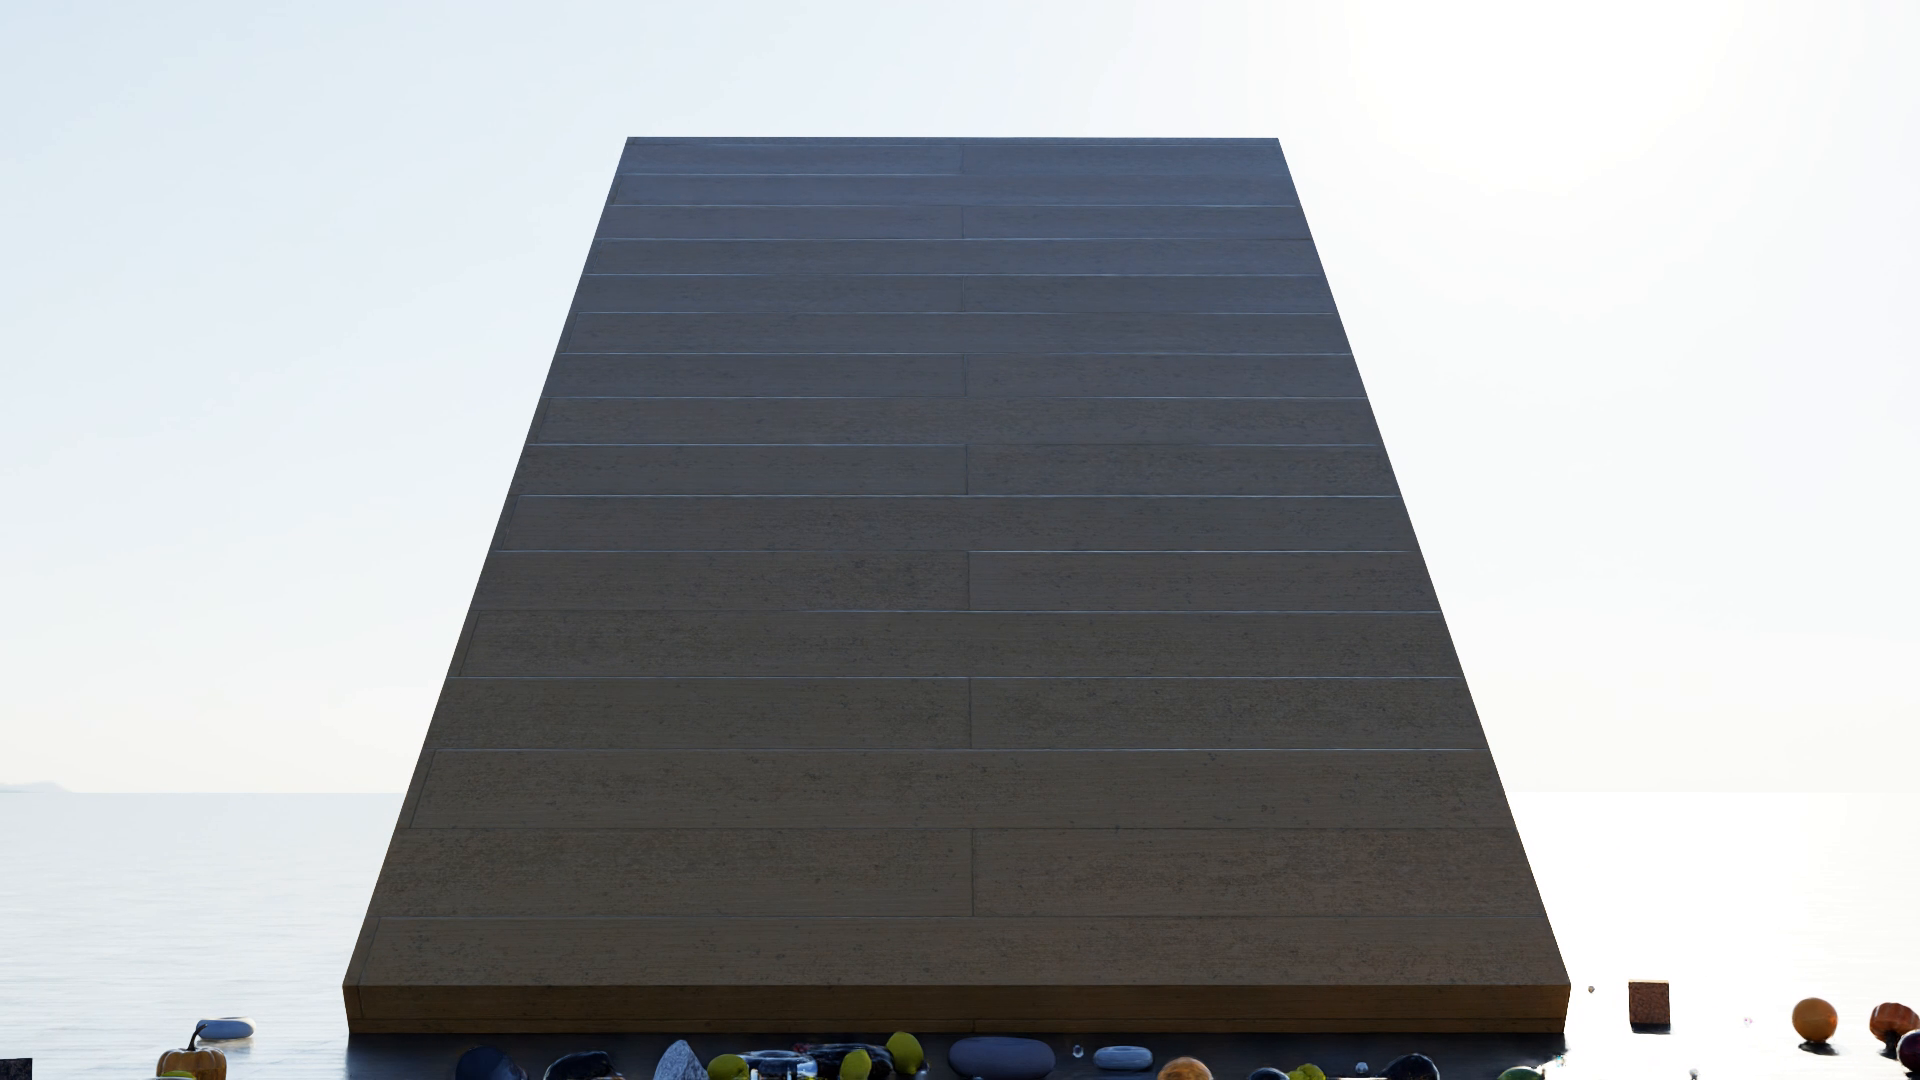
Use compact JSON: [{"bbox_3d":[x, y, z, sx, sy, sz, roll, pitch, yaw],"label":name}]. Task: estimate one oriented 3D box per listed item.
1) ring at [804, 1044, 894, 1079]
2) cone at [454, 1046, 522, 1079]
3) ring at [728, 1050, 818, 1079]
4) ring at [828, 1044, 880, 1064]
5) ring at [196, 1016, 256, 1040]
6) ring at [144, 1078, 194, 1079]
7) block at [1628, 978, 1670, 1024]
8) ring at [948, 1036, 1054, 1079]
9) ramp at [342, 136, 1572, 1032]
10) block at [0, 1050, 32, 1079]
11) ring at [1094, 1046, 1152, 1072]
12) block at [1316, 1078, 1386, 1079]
[{"bbox_3d":[-0.156,0.727,3.353,0.131,0.044,0.131,0,-7,0],"label":"ring"},{"bbox_3d":[-0.602,0.687,2.960,0.096,0.096,0.096,6,-35,-44],"label":"cone"},{"bbox_3d":[-0.255,0.721,3.279,0.123,0.041,0.123,1,-5,0],"label":"ring"},{"bbox_3d":[-0.156,0.756,3.543,0.075,0.025,0.075,0,-7,0],"label":"ring"},{"bbox_3d":[-1.186,0.788,3.887,0.094,0.031,0.094,0,-7,0],"label":"ring"},{"bbox_3d":[-1.001,0.699,3.035,0.103,0.034,0.103,1,-6,0],"label":"ring"},{"bbox_3d":[1.191,0.797,4.160,0.069,0.069,0.069,-2,-6,16],"label":"block"},{"bbox_3d":[0.058,0.725,3.364,0.150,0.050,0.150,1,-6,0],"label":"ring"},{"bbox_3d":[-0.013,-0.214,5.679,2.000,0.100,4.000,0,29,0],"label":"ramp"},{"bbox_3d":[-1.111,0.636,2.737,0.099,0.099,0.099,3,-6,-24],"label":"block"},{"bbox_3d":[0.234,0.745,3.457,0.086,0.029,0.086,-1,-5,0],"label":"ring"},{"bbox_3d":[0.440,0.639,2.657,0.077,0.077,0.077,0,-6,-2],"label":"block"}]
